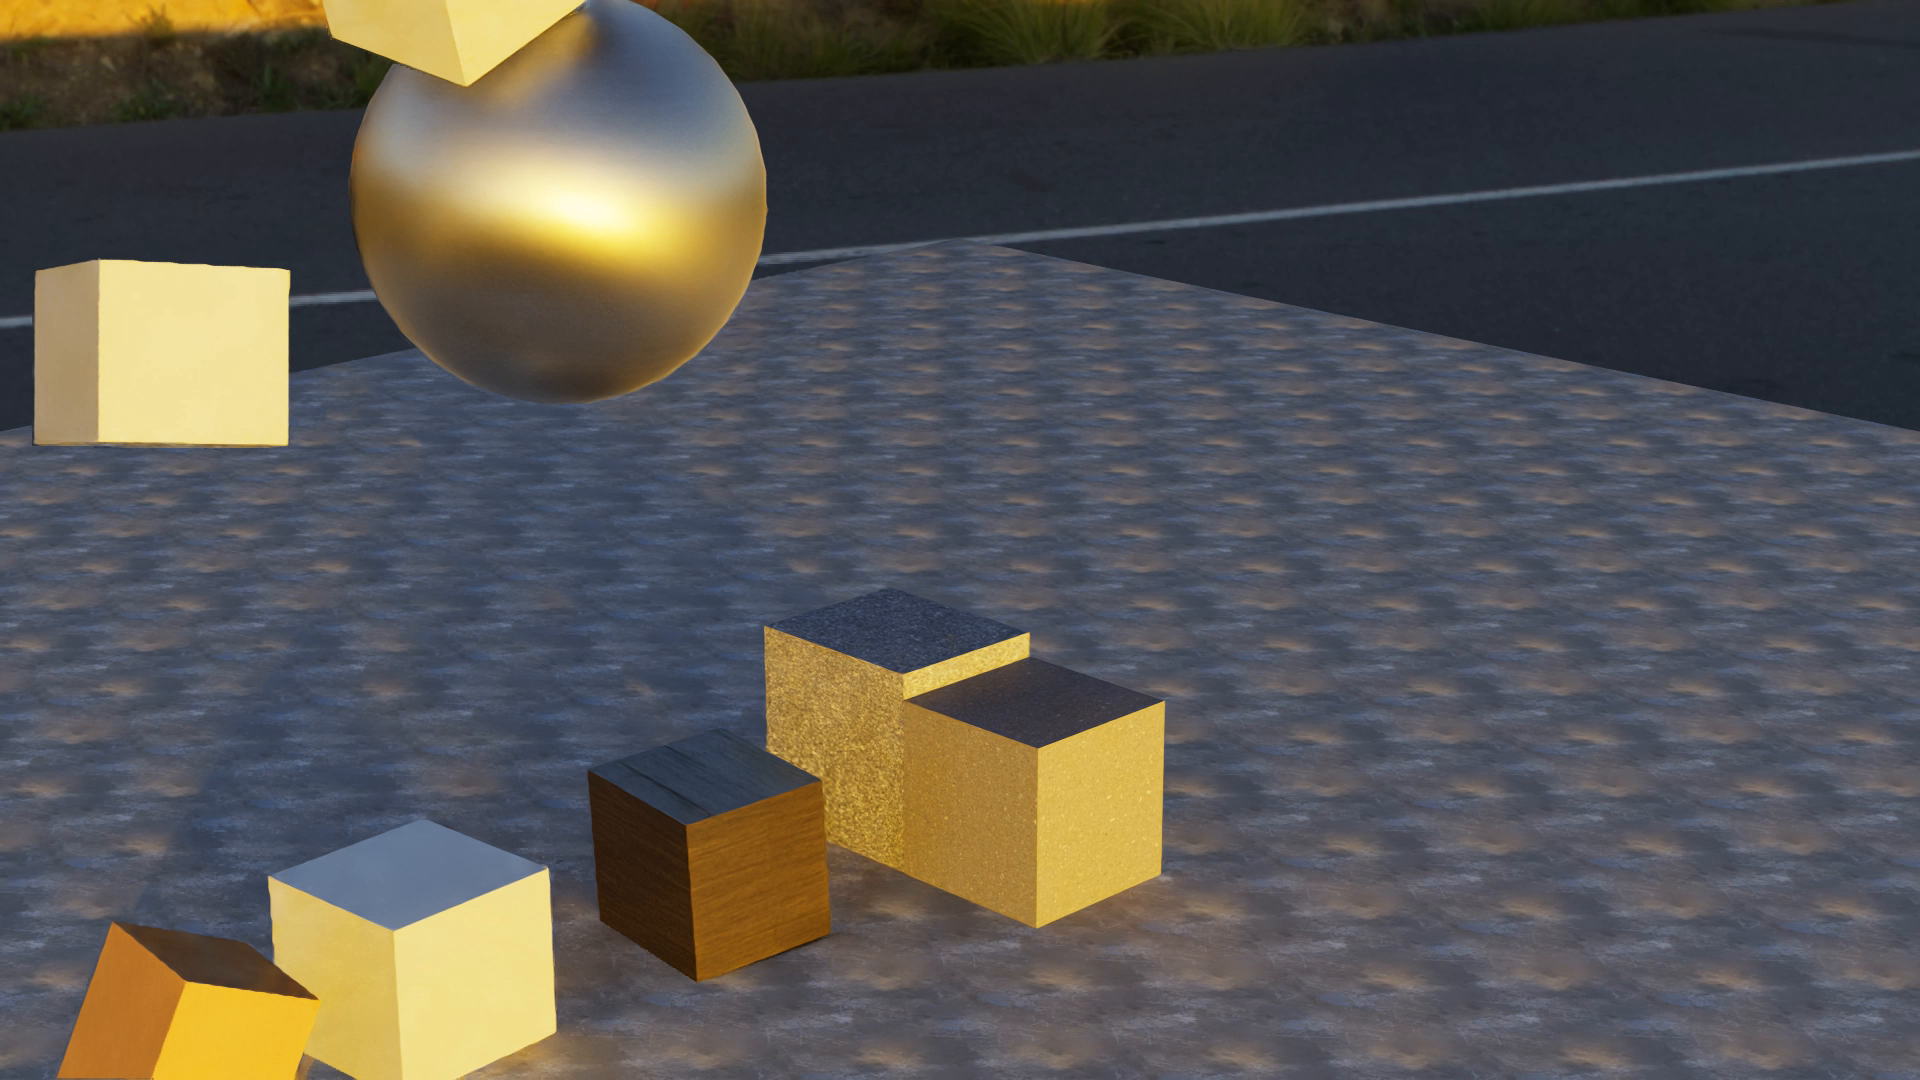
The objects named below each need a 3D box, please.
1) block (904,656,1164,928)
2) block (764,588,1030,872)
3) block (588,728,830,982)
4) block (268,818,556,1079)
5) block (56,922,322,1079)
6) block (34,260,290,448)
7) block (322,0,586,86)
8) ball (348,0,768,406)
[{"bbox_3d":[0.334,1.129,13.338,0.829,0.849,0.835,-17,24,-42],"label":"block"},{"bbox_3d":[-0.298,0.880,13.929,0.819,0.969,0.946,-17,24,-42],"label":"block"},{"bbox_3d":[-1.091,1.356,12.764,0.693,0.728,0.790,-16,23,-35],"label":"block"},{"bbox_3d":[-2.199,1.673,11.808,0.784,0.728,0.784,15,23,39],"label":"block"},{"bbox_3d":[-2.877,1.880,10.905,0.576,0.673,0.613,18,2,-43],"label":"block"},{"bbox_3d":[-2.791,-0.638,10.245,0.669,0.608,0.663,0,1,-35],"label":"block"},{"bbox_3d":[-1.875,-2.138,10.633,0.692,0.577,0.648,23,50,30],"label":"block"},{"bbox_3d":[-1.542,-1.320,11.310,1.600,1.600,1.600,0,17,0],"label":"ball"}]
